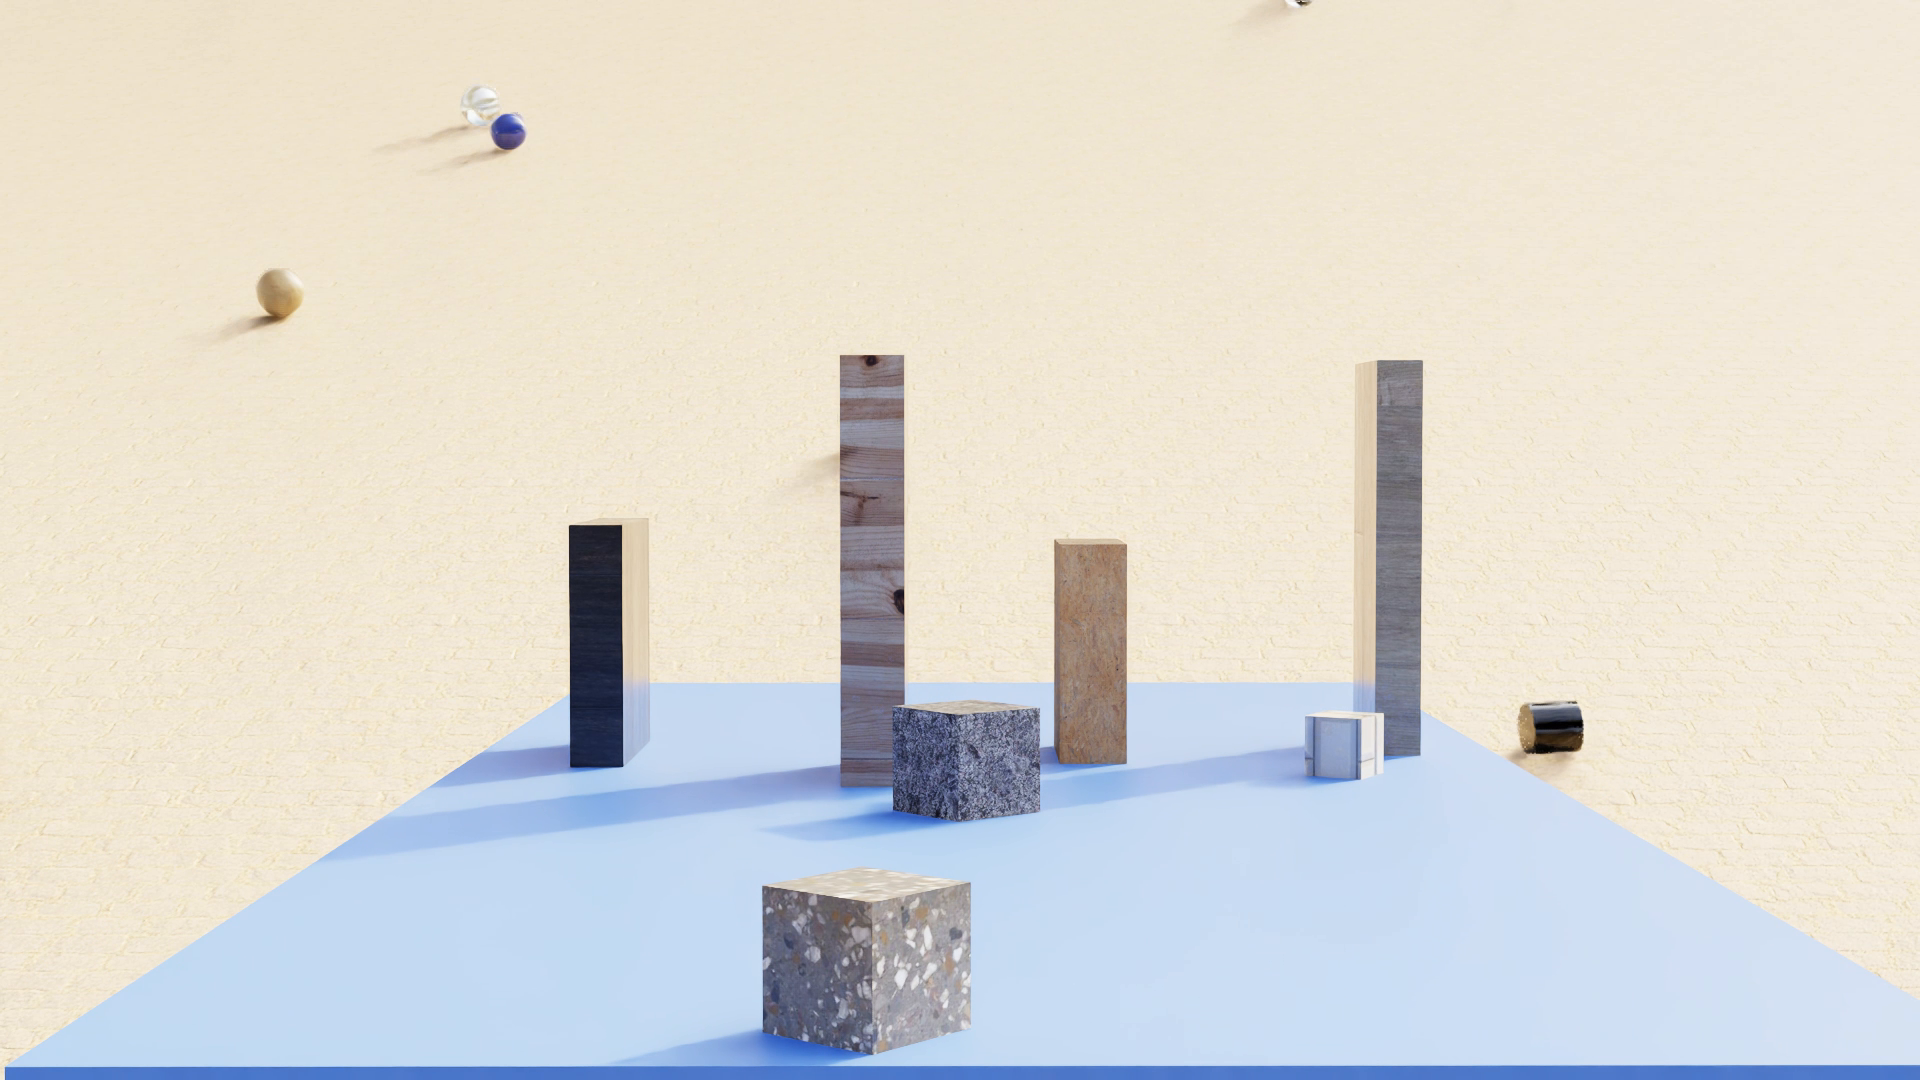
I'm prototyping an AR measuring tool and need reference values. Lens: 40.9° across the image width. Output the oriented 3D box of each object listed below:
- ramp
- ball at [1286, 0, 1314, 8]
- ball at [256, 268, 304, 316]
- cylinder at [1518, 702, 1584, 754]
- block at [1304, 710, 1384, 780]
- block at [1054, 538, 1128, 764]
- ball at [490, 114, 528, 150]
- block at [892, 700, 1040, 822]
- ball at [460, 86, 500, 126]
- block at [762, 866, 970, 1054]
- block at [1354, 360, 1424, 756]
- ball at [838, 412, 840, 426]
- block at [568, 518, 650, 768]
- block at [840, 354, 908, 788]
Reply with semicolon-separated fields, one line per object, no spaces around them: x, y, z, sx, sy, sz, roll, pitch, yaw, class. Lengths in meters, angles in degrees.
0.054;0.490;4.542;2.000;0.100;4.000;0;2;0;ramp
1.903;-3.080;14.414;0.200;0.200;0.200;0;24;0;ball
-2.500;-0.910;9.471;0.174;0.174;0.174;0;24;0;ball
1.464;0.465;6.379;0.125;0.125;0.125;-3;24;-7;cylinder
0.709;0.377;4.747;0.110;0.110;0.110;1;3;30;block
0.254;0.211;5.042;0.128;0.418;0.290;0;2;0;block
-2.037;-1.842;11.616;0.166;0.166;0.166;0;24;0;ball
0.010;0.364;4.277;0.174;0.174;0.174;-2;3;-39;block
-2.238;-2.027;12.016;0.185;0.185;0.185;0;24;0;ball
-0.097;0.436;2.691;0.154;0.154;0.154;2;3;40;block
0.855;0.030;5.152;0.090;0.771;0.277;0;2;0;block
-0.285;-0.386;8.227;0.207;0.207;0.207;0;24;0;ball
-0.685;0.192;5.056;0.101;0.457;0.421;0;2;0;block
-0.156;0.049;4.730;0.114;0.767;0.335;0;2;0;block
